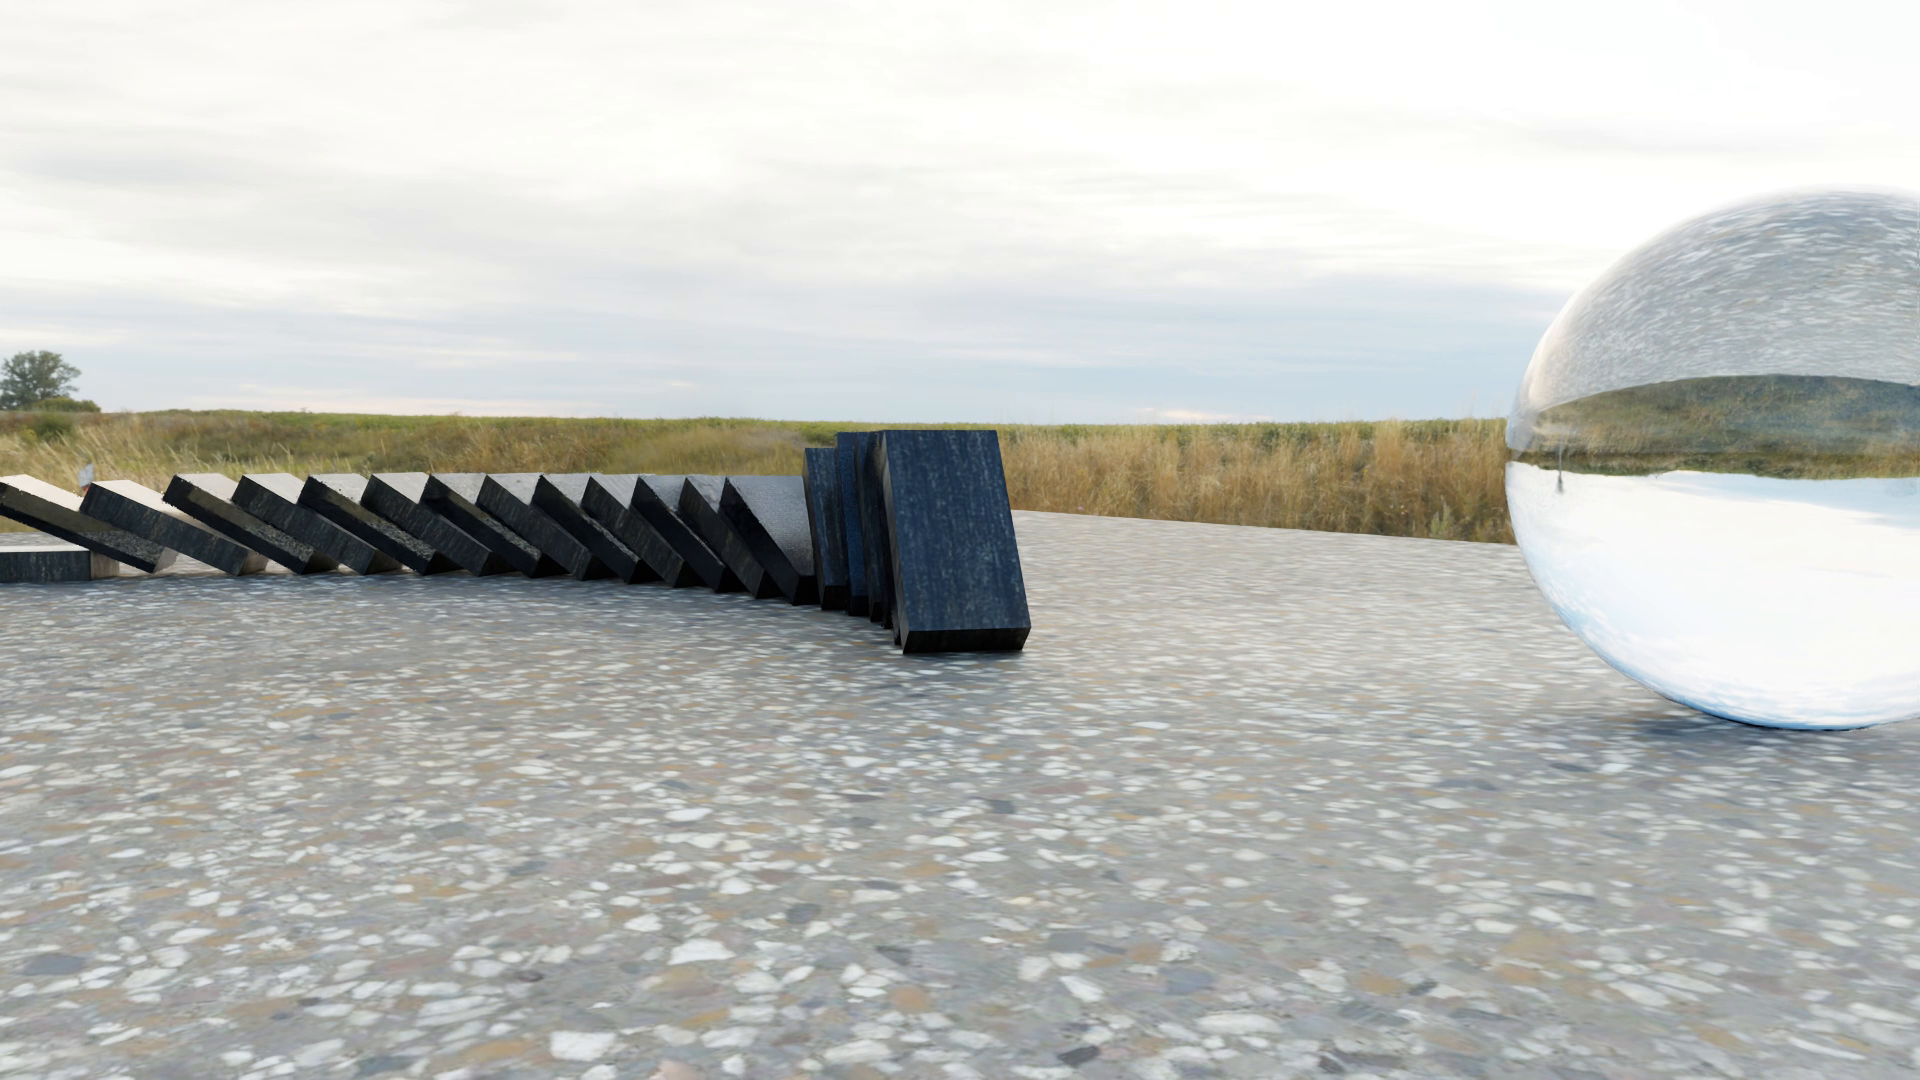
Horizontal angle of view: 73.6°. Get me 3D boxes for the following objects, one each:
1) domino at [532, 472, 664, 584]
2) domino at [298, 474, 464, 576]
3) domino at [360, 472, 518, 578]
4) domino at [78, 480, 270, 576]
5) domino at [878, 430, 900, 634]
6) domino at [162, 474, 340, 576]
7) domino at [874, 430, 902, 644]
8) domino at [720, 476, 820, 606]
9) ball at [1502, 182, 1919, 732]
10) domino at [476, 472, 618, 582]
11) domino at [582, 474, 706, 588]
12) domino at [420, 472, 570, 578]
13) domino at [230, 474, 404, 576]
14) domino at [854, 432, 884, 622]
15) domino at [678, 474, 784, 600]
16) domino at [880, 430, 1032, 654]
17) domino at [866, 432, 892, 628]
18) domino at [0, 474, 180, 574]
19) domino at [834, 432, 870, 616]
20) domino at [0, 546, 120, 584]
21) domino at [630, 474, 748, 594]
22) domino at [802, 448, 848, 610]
[{"bbox_3d":[-0.110,-0.004,0.408,0.050,0.009,0.025,36,21,25],"label":"domino"},{"bbox_3d":[-0.190,-0.006,0.427,0.050,0.010,0.025,30,8,6],"label":"domino"},{"bbox_3d":[-0.169,-0.006,0.426,0.050,0.010,0.025,31,11,11],"label":"domino"},{"bbox_3d":[-0.254,-0.004,0.418,0.050,0.010,0.025,26,-1,-11],"label":"domino"},{"bbox_3d":[-0.004,-0.003,0.296,0.025,0.050,0.010,0,-33,-11],"label":"domino"},{"bbox_3d":[-0.232,-0.006,0.425,0.050,0.009,0.025,29,3,-2],"label":"domino"},{"bbox_3d":[-0.004,-0.001,0.284,0.025,0.050,0.010,-1,-33,-12],"label":"domino"},{"bbox_3d":[-0.045,-0.001,0.359,0.025,0.009,0.050,-3,35,-36],"label":"domino"},{"bbox_3d":[0.124,-0.012,0.191,0.080,0.080,0.080,0,4,0],"label":"ball"},{"bbox_3d":[-0.129,-0.005,0.416,0.050,0.009,0.025,33,17,20],"label":"domino"},{"bbox_3d":[-0.092,-0.004,0.398,0.050,0.009,0.025,37,25,30],"label":"domino"},{"bbox_3d":[-0.149,-0.005,0.422,0.050,0.010,0.025,32,14,16],"label":"domino"},{"bbox_3d":[-0.211,-0.006,0.427,0.050,0.010,0.025,29,6,2],"label":"domino"},{"bbox_3d":[-0.012,-0.004,0.319,0.025,0.050,0.009,-1,-33,-12],"label":"domino"},{"bbox_3d":[-0.059,-0.002,0.373,0.025,0.010,0.050,-4,35,-40],"label":"domino"},{"bbox_3d":[-0.002,-0.001,0.272,0.025,0.050,0.009,-1,-33,-12],"label":"domino"},{"bbox_3d":[-0.008,-0.003,0.307,0.025,0.050,0.009,-1,-33,-12],"label":"domino"},{"bbox_3d":[-0.278,-0.005,0.409,0.050,0.009,0.025,26,-3,-18],"label":"domino"},{"bbox_3d":[-0.018,-0.005,0.330,0.025,0.050,0.009,-1,-33,-12],"label":"domino"},{"bbox_3d":[-0.298,0.008,0.404,0.050,0.010,0.025,-1,4,-15],"label":"domino"},{"bbox_3d":[-0.075,-0.003,0.387,0.025,0.009,0.050,-5,36,-46],"label":"domino"},{"bbox_3d":[-0.027,-0.004,0.344,0.025,0.009,0.050,-1,48,-15],"label":"domino"}]
